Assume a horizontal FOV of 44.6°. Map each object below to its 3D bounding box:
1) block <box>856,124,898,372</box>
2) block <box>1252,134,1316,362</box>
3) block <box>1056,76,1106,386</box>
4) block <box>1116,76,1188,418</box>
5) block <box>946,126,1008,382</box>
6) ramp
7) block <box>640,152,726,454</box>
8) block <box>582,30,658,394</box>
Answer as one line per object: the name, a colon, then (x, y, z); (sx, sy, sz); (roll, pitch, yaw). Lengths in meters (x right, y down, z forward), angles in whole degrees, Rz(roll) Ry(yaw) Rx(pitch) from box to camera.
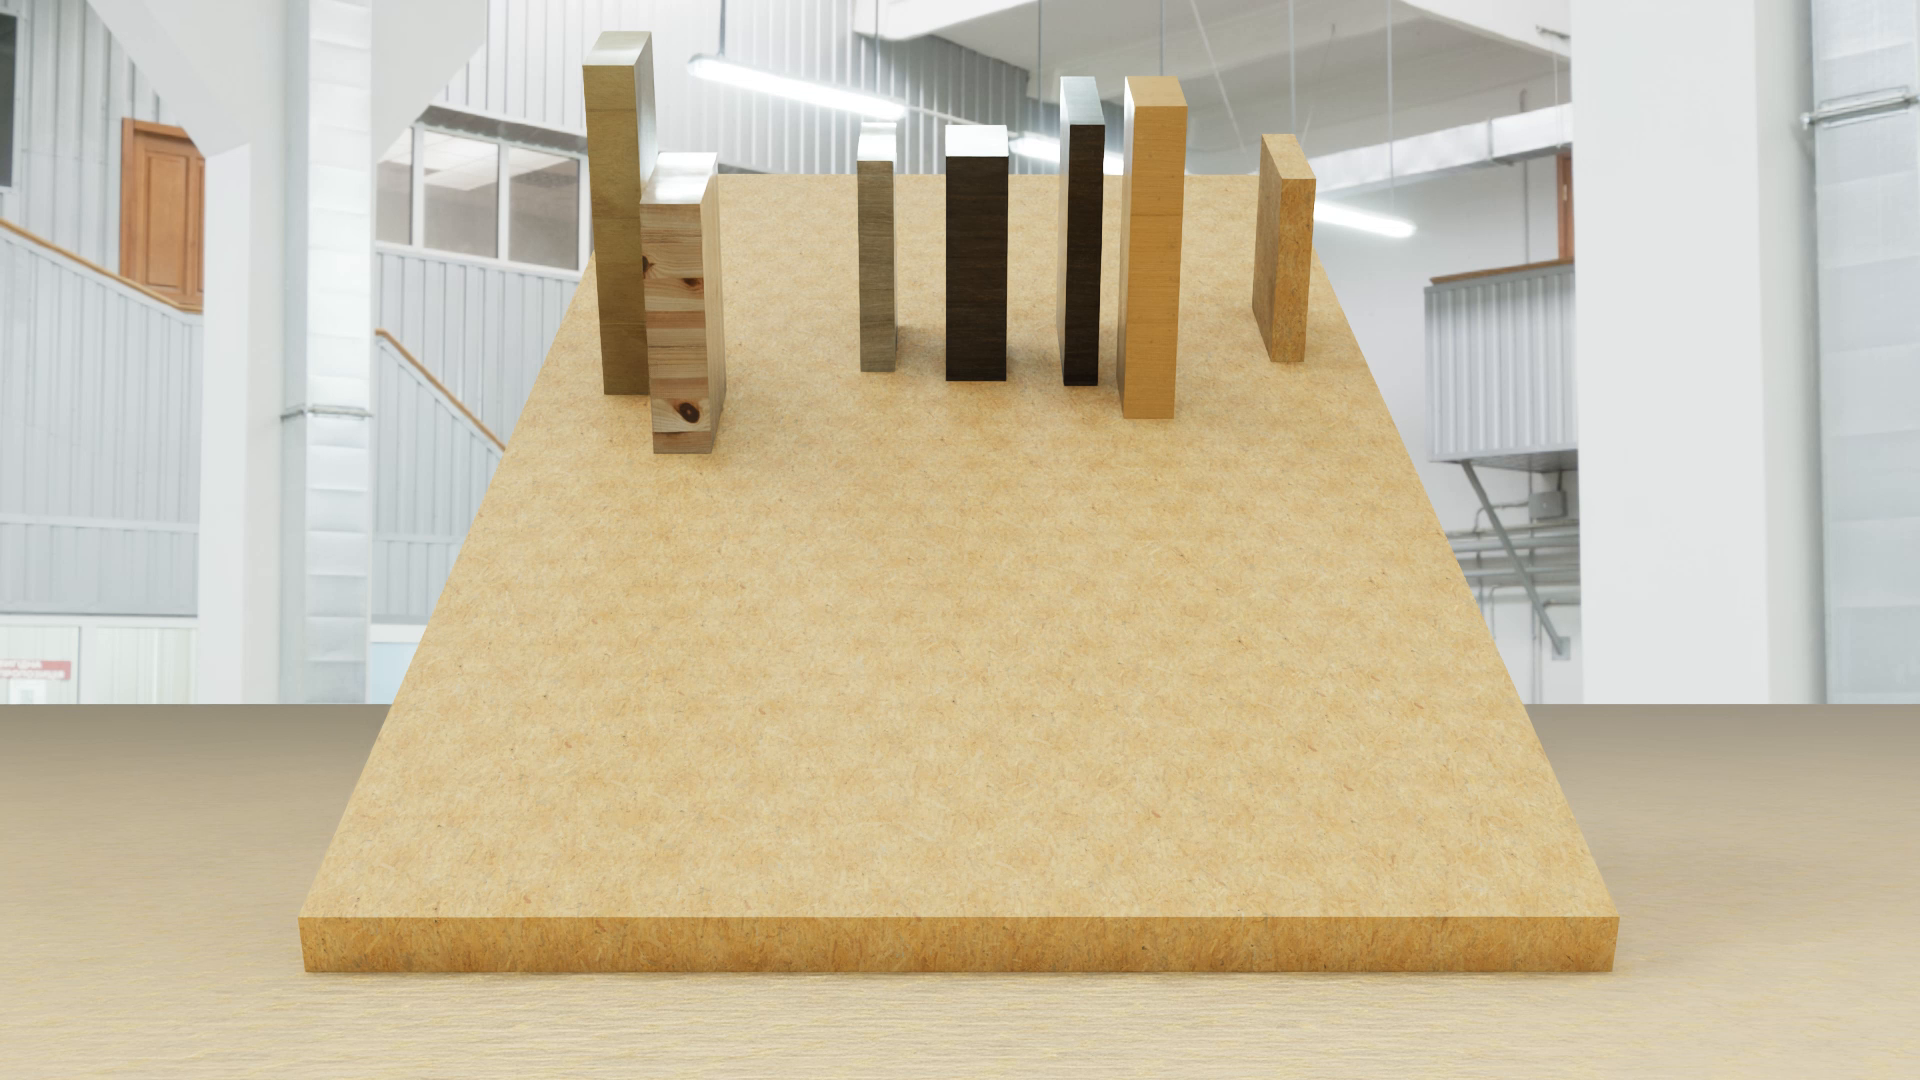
block: (-0.198, -0.711, 5.671); (0.084, 0.521, 0.334); (0, 25, 0)
block: (0.797, -0.725, 5.782); (0.081, 0.459, 0.397); (0, 25, 0)
block: (0.286, -0.745, 5.618); (0.081, 0.631, 0.445); (0, 25, 0)
block: (0.433, -0.664, 5.331); (0.115, 0.727, 0.270); (0, 25, 0)
block: (0.038, -0.683, 5.580); (0.144, 0.550, 0.266); (0, 25, 0)
ramp: (-0.009, -0.229, 5.375); (2.000, 0.100, 4.000); (0, 25, 0)
block: (-0.613, -0.532, 5.228); (0.128, 0.571, 0.393); (0, 25, 0)
block: (-0.778, -0.765, 5.480); (0.114, 0.779, 0.339); (0, 25, 0)
